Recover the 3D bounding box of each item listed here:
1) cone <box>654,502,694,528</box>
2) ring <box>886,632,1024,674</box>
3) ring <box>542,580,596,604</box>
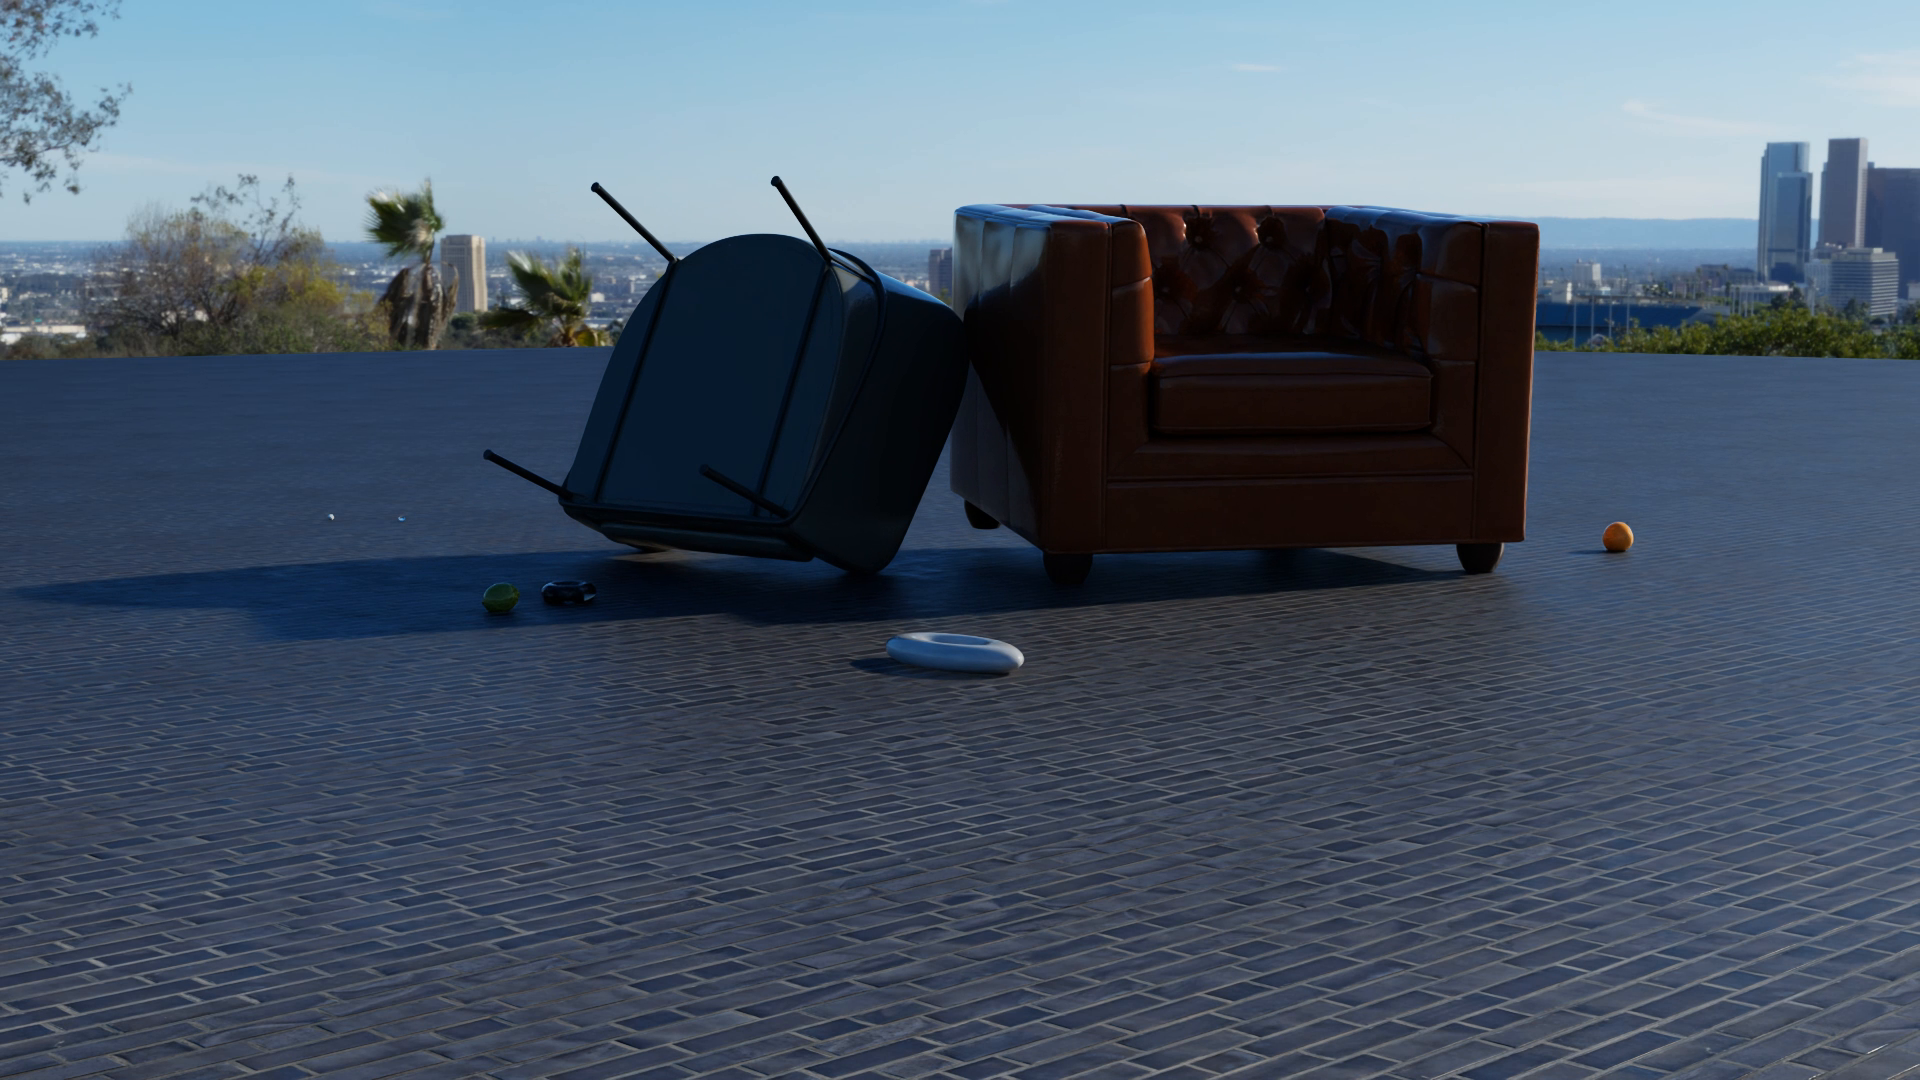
[{"bbox_3d":[-0.767,-0.049,6.733,0.122,0.070,0.077,4,31,22],"label":"cone"},{"bbox_3d":[-0.011,0.191,4.334,0.133,0.047,0.309,-7,9,-44],"label":"ring"},{"bbox_3d":[-0.793,0.106,5.199,0.110,0.038,0.113,-6,9,-35],"label":"ring"}]
